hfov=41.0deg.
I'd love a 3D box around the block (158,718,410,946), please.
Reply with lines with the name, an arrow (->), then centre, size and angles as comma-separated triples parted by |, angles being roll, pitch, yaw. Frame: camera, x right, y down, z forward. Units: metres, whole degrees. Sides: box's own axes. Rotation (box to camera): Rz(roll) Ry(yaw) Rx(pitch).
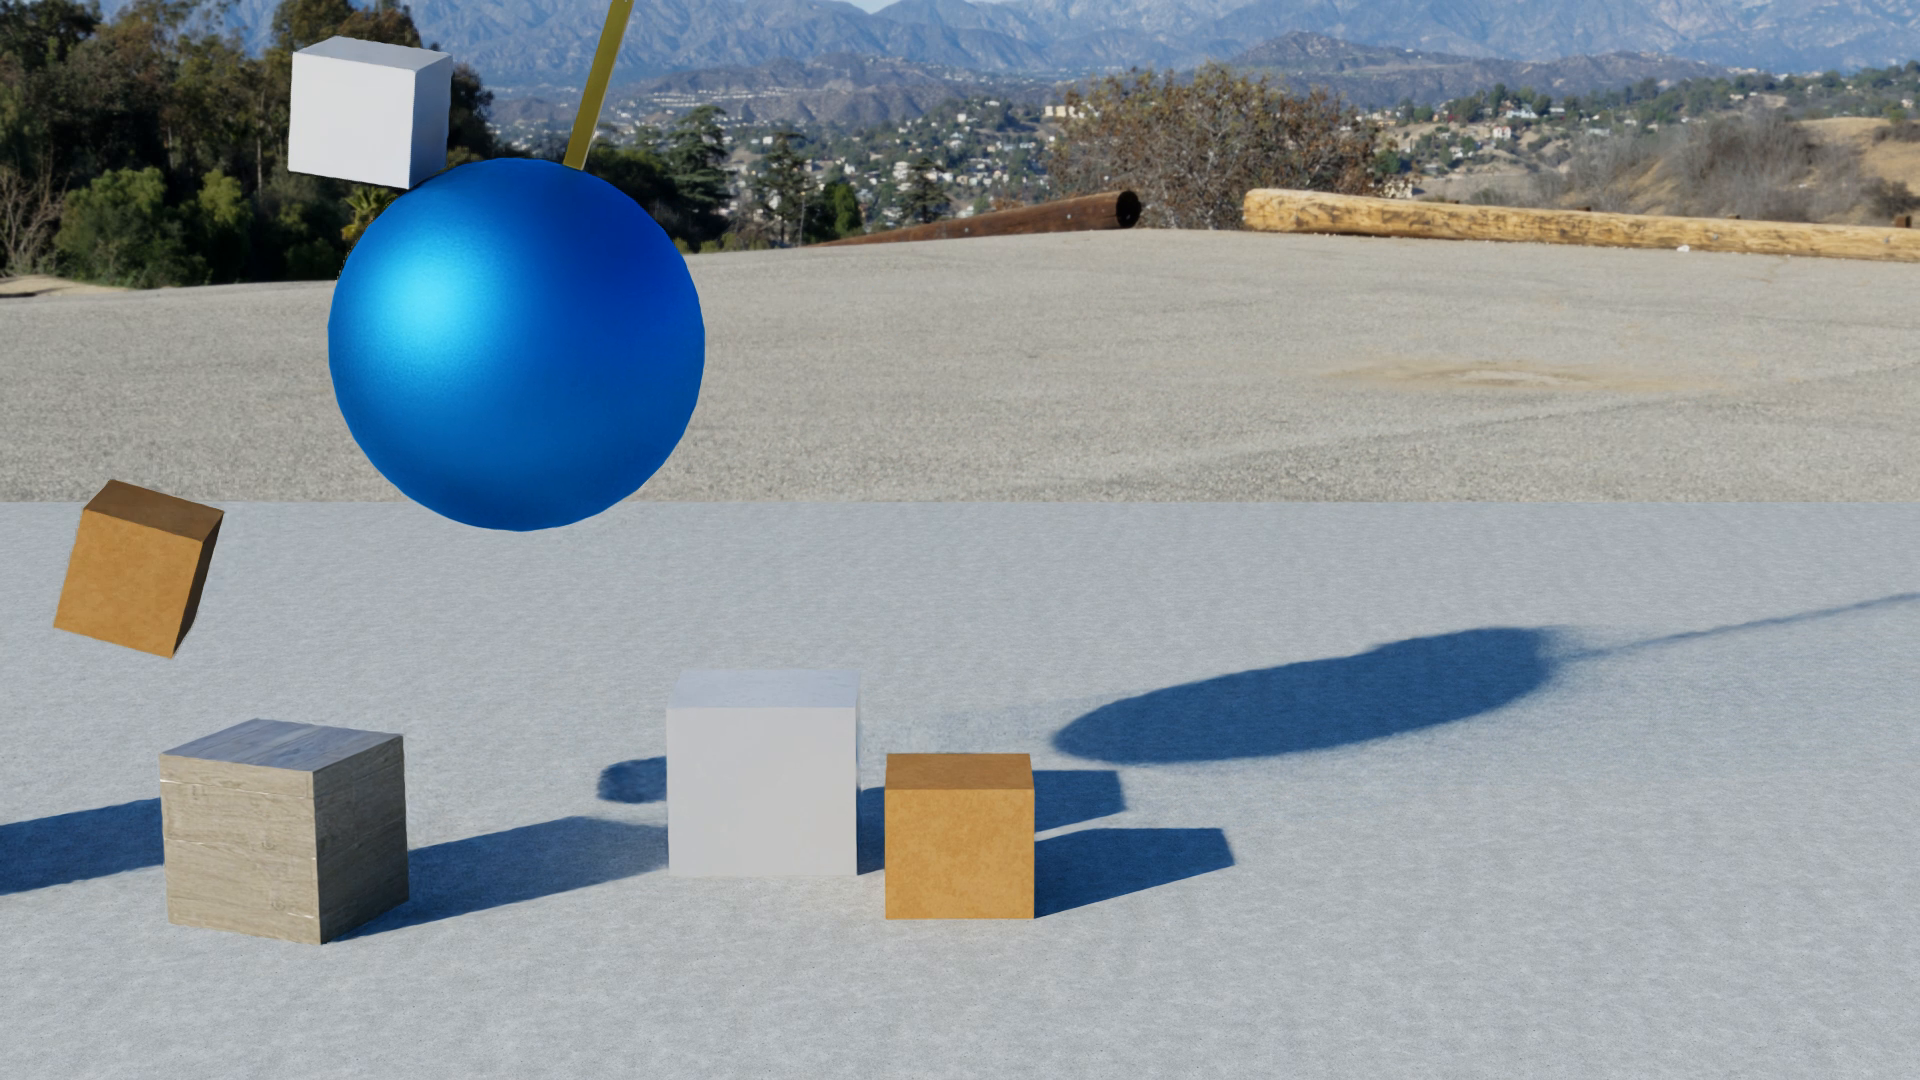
block -> -2.841, 1.216, 10.824 | 0.761, 0.734, 0.641 | 4, 11, 21

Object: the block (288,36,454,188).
block -> -2.496, -1.820, 10.886 | 0.519, 0.495, 0.519 | 9, 19, 4

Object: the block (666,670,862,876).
block -> -0.876, 1.046, 11.667 | 0.831, 0.767, 0.734 | 0, 10, 0

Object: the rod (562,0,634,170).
rod -> -0.822, -4.010, 10.451 | 0.080, 5.200, 0.080 | 18, 10, -3

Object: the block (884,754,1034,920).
block -> -0.004, 1.266, 11.024 | 0.625, 0.564, 0.577 | 0, 10, -1

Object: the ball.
ball -> -1.897, -0.836, 11.028 | 1.600, 1.600, 1.600 | 0, 10, 0

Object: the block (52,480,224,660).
block -> -3.535, 0.119, 11.065 | 0.500, 0.534, 0.585 | 16, 11, -11
